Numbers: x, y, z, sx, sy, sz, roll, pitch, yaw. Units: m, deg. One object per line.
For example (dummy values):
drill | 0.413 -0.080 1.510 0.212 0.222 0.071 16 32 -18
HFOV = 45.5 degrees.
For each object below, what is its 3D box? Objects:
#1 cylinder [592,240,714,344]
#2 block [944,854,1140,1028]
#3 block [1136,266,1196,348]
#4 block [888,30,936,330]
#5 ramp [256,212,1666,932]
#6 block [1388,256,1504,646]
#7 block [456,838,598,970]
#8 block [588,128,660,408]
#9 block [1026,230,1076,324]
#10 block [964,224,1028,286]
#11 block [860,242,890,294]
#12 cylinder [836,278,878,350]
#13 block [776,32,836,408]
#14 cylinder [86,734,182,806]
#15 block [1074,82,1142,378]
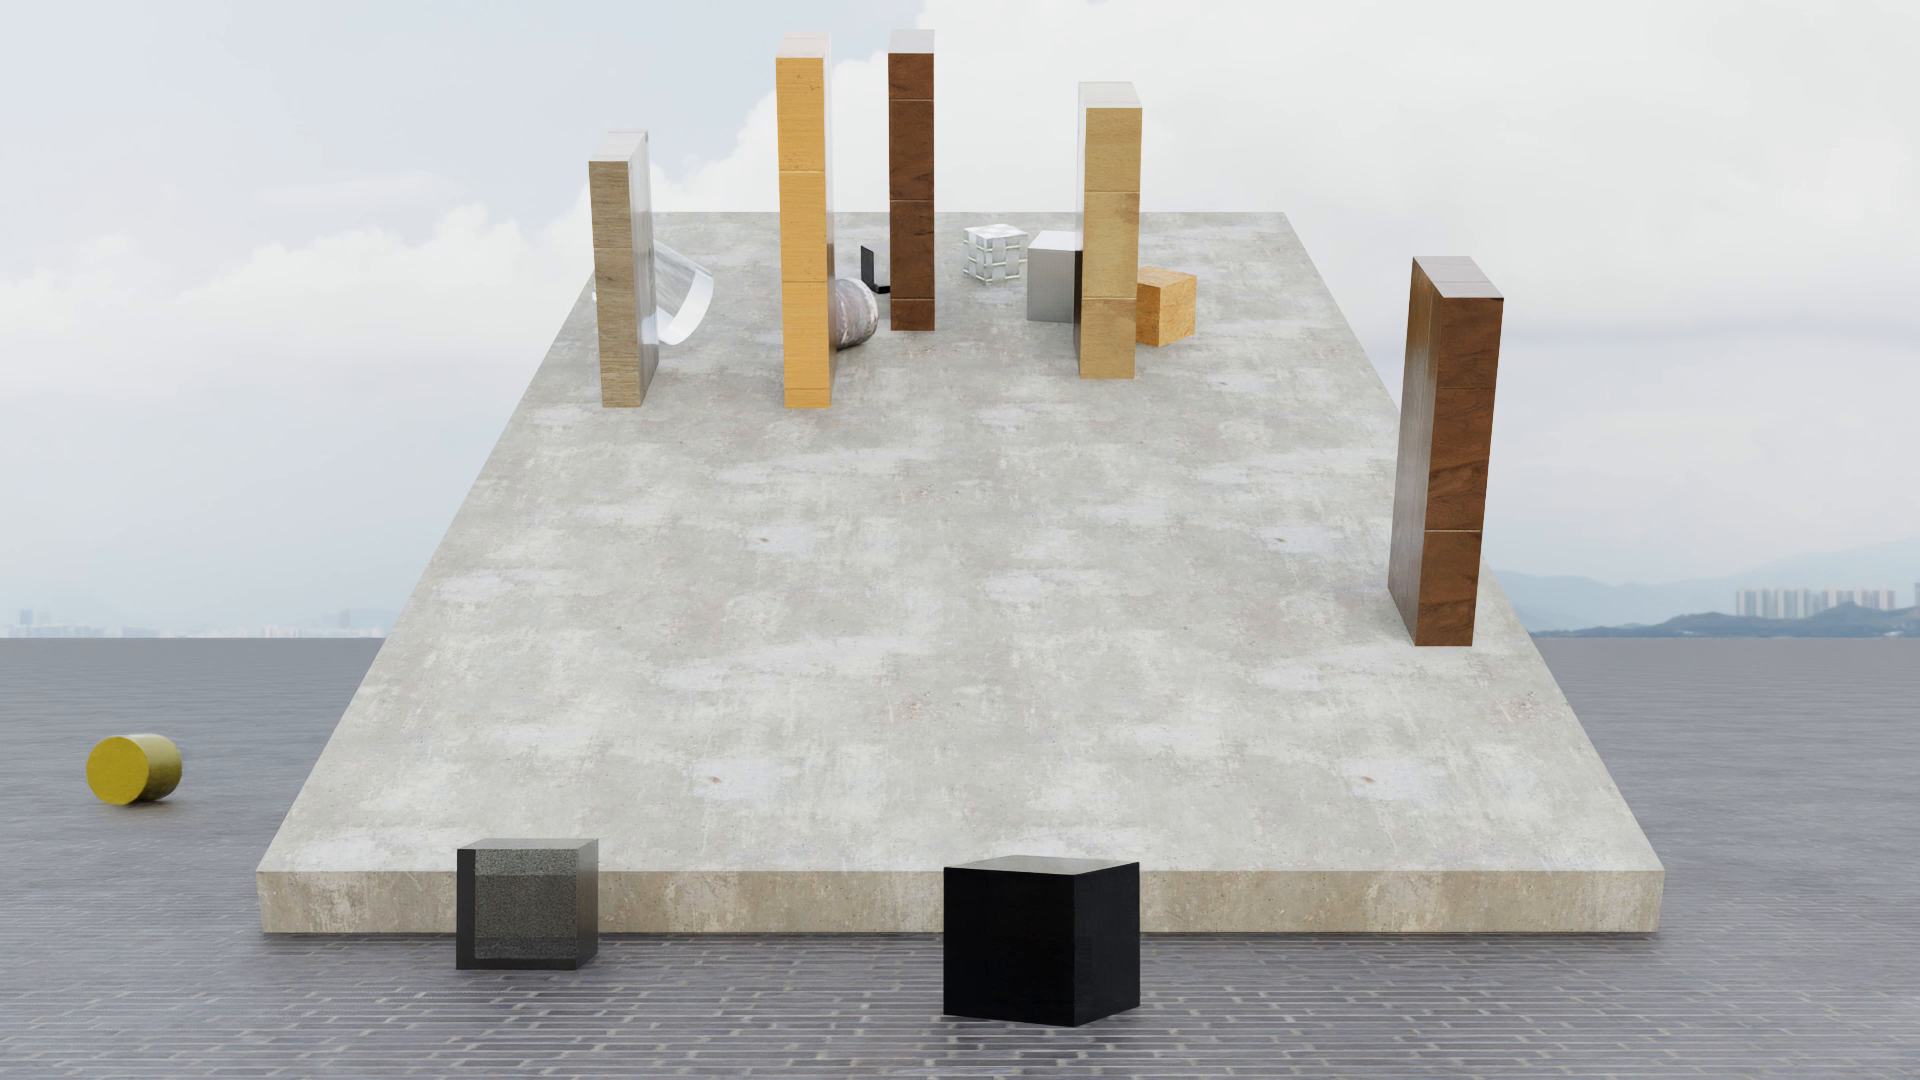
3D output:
cylinder | -0.751 -0.617 5.599 0.210 0.210 0.210 28 -18 -35
block | 0.094 0.453 2.610 0.166 0.166 0.166 -1 -3 30
block | 0.482 -0.585 5.714 0.151 0.151 0.151 18 28 38
block | -0.120 -0.917 5.813 0.111 0.694 0.362 0 22 0
ramp | -0.006 -0.218 5.125 2.000 0.100 4.000 0 22 0
block | 0.839 -0.155 3.982 0.099 0.625 0.269 0 22 0
block | -0.564 0.474 2.996 0.153 0.153 0.153 0 -2 1
block | -0.768 -0.628 5.256 0.086 0.564 0.357 0 22 0
block | 0.285 -0.676 5.890 0.191 0.191 0.191 5 22 13
block | 0.097 -0.776 6.227 0.130 0.130 0.130 -11 24 -26
block | -0.193 -0.731 6.139 0.110 0.110 0.110 -11 24 -25
cylinder | -0.315 -0.546 5.596 0.164 0.164 0.164 -2 14 45
block | -0.346 -0.730 5.210 0.102 0.789 0.350 0 22 0
cylinder | -2.080 0.577 5.772 0.169 0.169 0.169 0 -2 10
block | 0.347 -0.738 5.437 0.128 0.640 0.327 0 22 0
